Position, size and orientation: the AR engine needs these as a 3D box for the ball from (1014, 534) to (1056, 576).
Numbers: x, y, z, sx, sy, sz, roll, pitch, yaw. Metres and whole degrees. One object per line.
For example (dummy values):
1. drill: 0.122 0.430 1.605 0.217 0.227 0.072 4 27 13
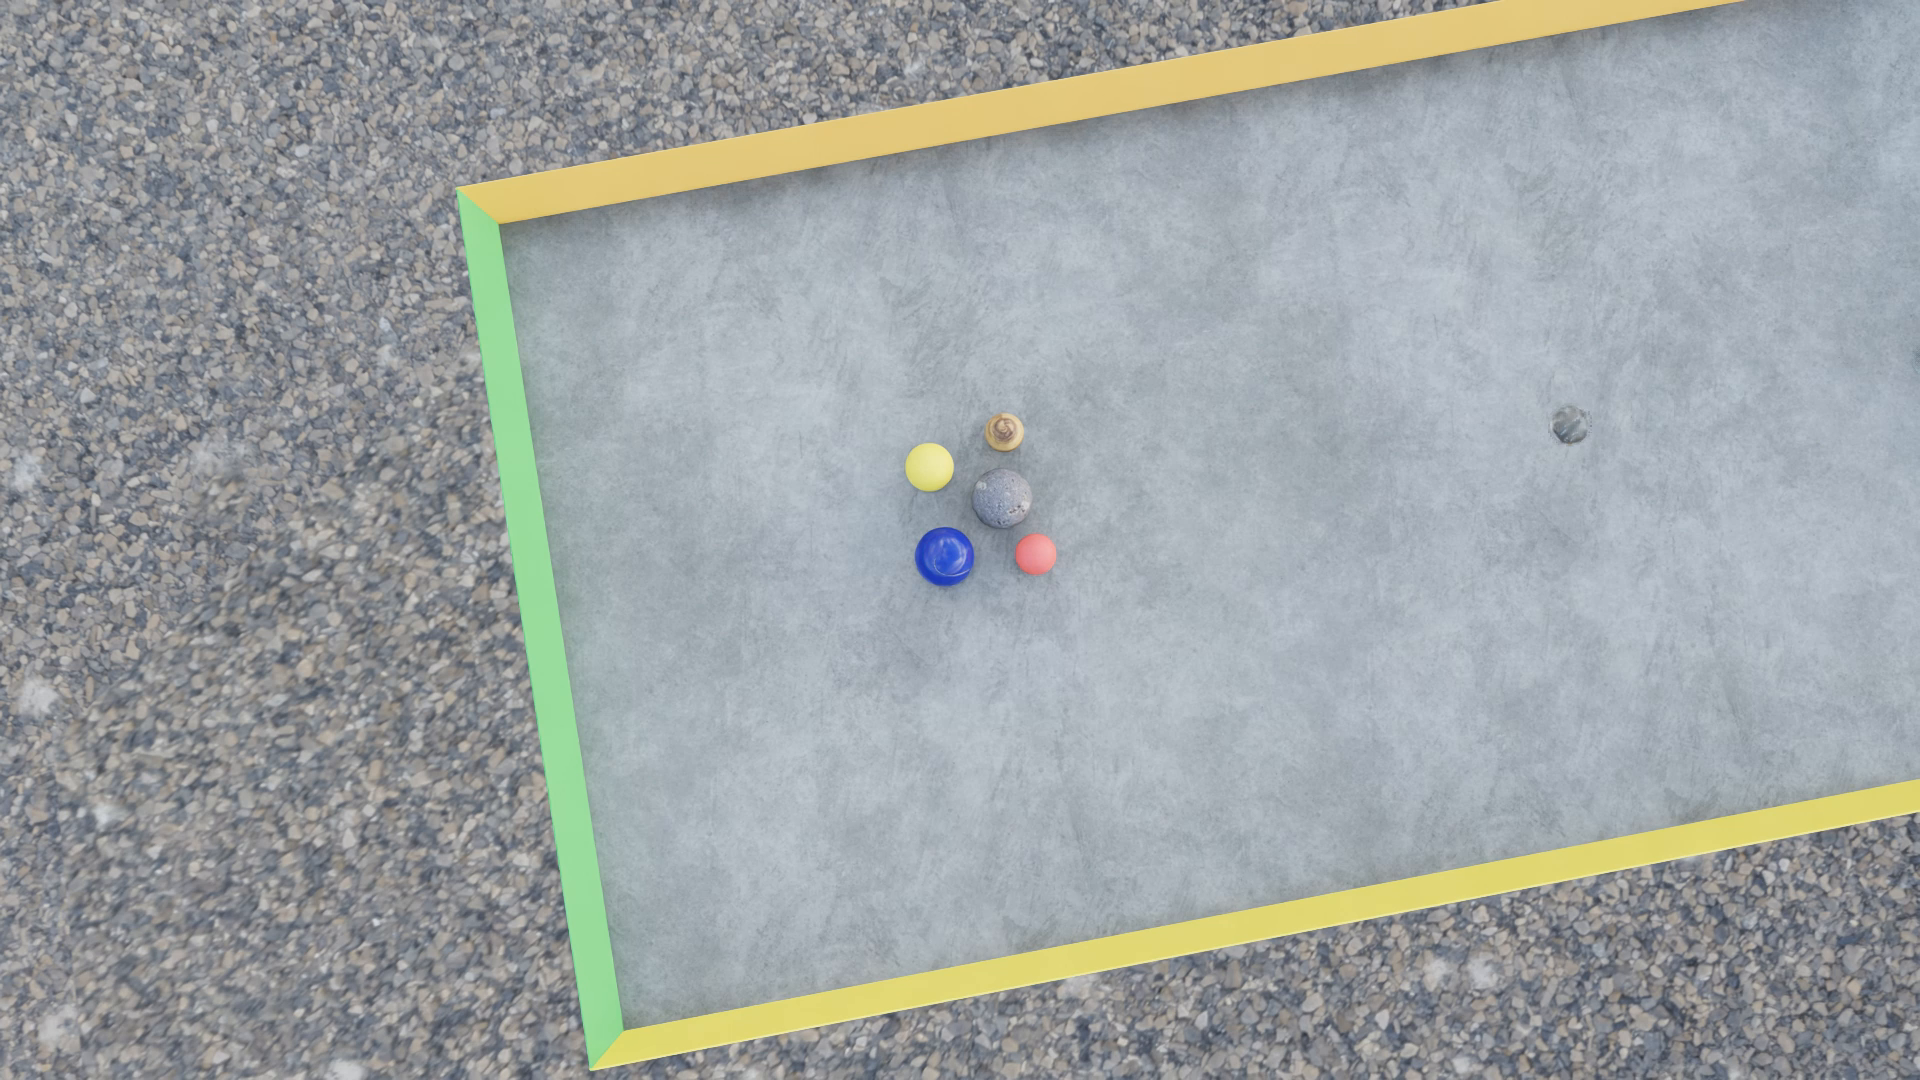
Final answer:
1. ball: 0.114 0.021 3.303 0.063 0.063 0.063 0 78 0

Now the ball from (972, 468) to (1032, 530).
1. ball: 0.063 -0.062 3.306 0.092 0.092 0.092 0 78 0

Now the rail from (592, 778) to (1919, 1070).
1. rail: 0.759 0.490 3.175 2.605 0.120 0.045 -11 78 -2

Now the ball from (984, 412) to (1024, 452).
1. ball: 0.068 -0.163 3.343 0.060 0.060 0.060 0 78 0

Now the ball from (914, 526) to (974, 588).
1. ball: -0.023 0.025 3.289 0.090 0.090 0.090 0 78 0

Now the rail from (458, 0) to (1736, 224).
1. rail: 0.520 -0.738 3.433 2.605 0.120 0.045 -11 78 -2

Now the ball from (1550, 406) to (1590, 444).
1. ball: 0.929 -0.175 3.346 0.059 0.059 0.059 0 78 0

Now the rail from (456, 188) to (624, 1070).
1. rail: -0.616 0.110 3.254 0.045 0.120 1.325 -11 78 -2

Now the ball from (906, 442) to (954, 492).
1. ball: -0.046 -0.110 3.326 0.074 0.074 0.074 0 78 0
